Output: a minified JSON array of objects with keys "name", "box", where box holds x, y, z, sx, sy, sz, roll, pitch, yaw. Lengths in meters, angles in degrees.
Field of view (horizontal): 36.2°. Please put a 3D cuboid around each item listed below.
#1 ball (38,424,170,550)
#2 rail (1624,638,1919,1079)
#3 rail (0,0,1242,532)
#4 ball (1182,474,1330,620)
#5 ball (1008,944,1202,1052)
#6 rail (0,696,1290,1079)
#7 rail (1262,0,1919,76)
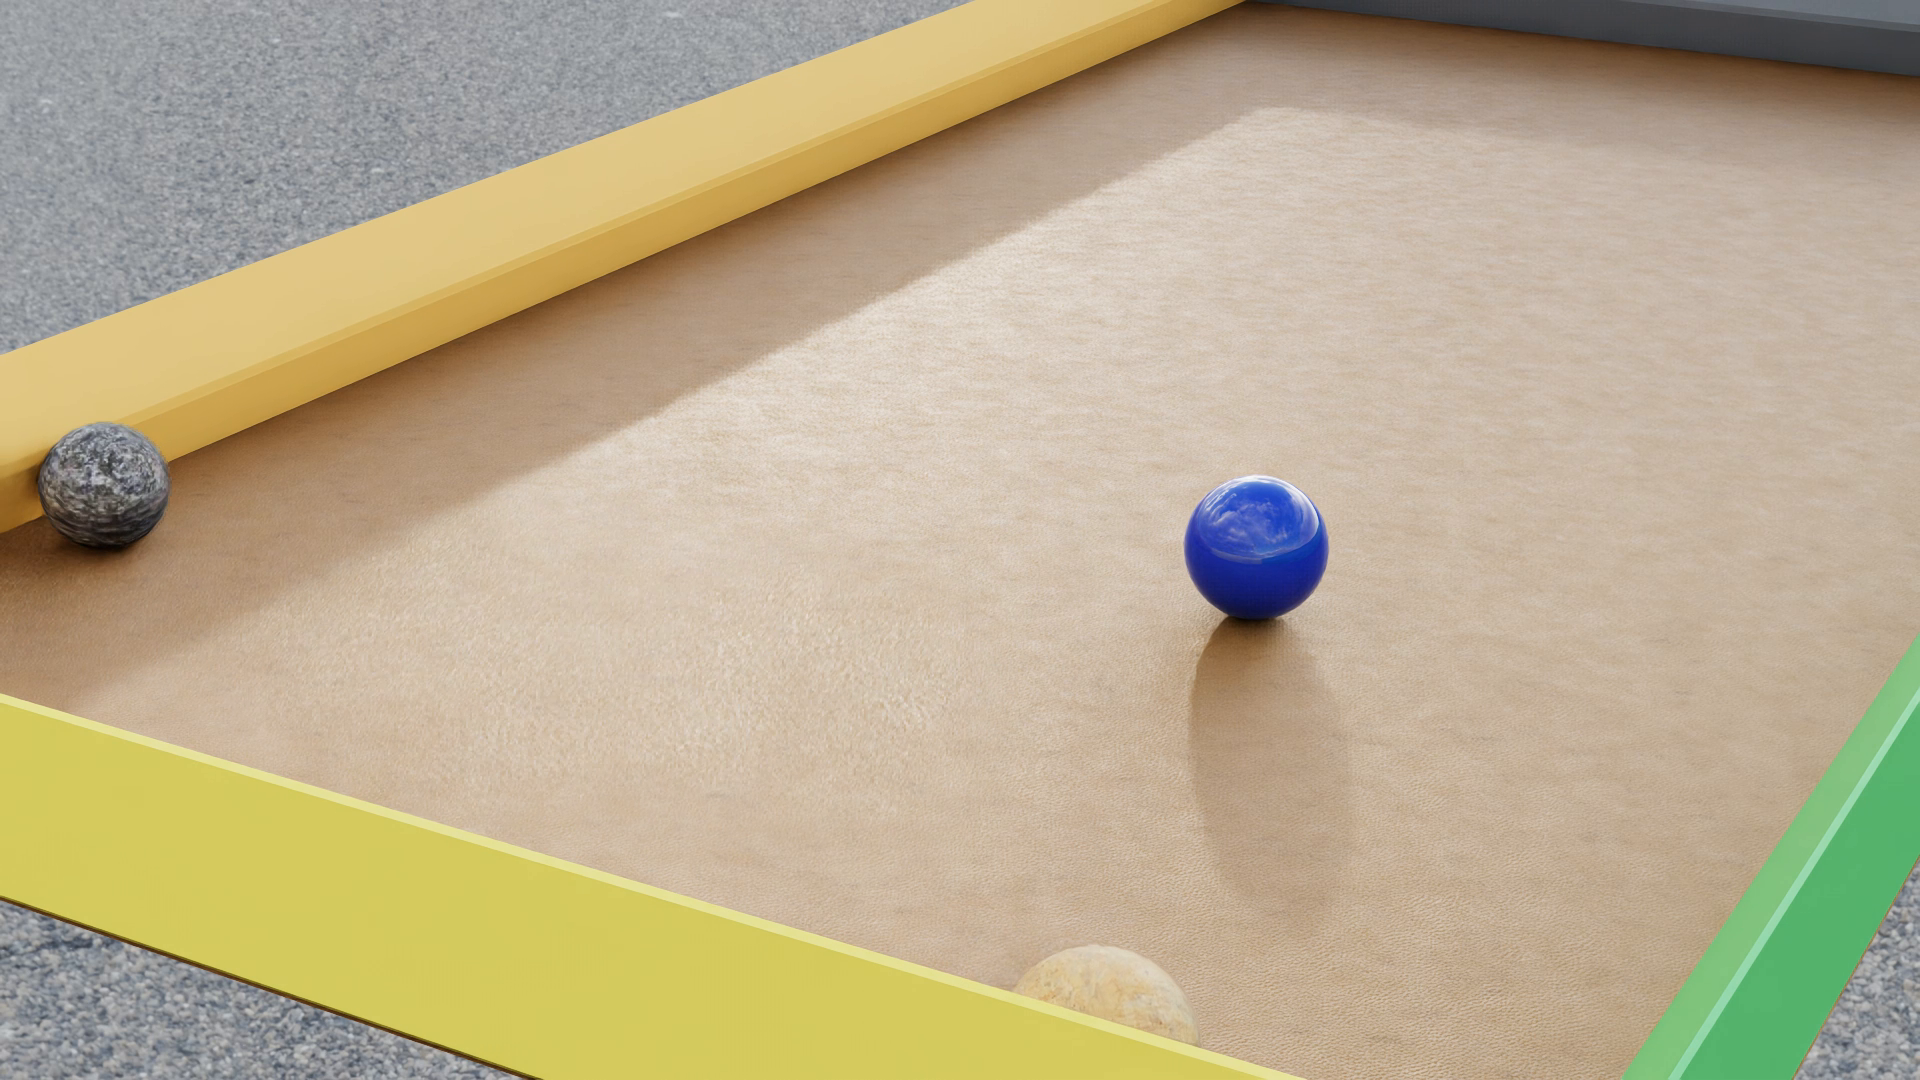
[{"name":"ball","box":[-0.616,-0.039,2.117,0.091,0.091,0.091,0,22,0]},{"name":"rail","box":[0.880,-0.111,2.241,0.045,0.129,2.569,12,25,27]},{"name":"rail","box":[-0.240,-0.353,2.836,0.045,0.129,2.569,12,25,27]},{"name":"ball","box":[0.201,0.005,1.999,0.099,0.099,0.099,0,22,0]},{"name":"ball","box":[0.066,0.244,1.411,0.100,0.100,0.100,0,22,0]},{"name":"rail","box":[-0.308,0.180,1.526,1.339,0.129,0.045,12,25,27]},{"name":"rail","box":[0.947,-0.644,3.551,1.339,0.129,0.045,12,25,27]}]
